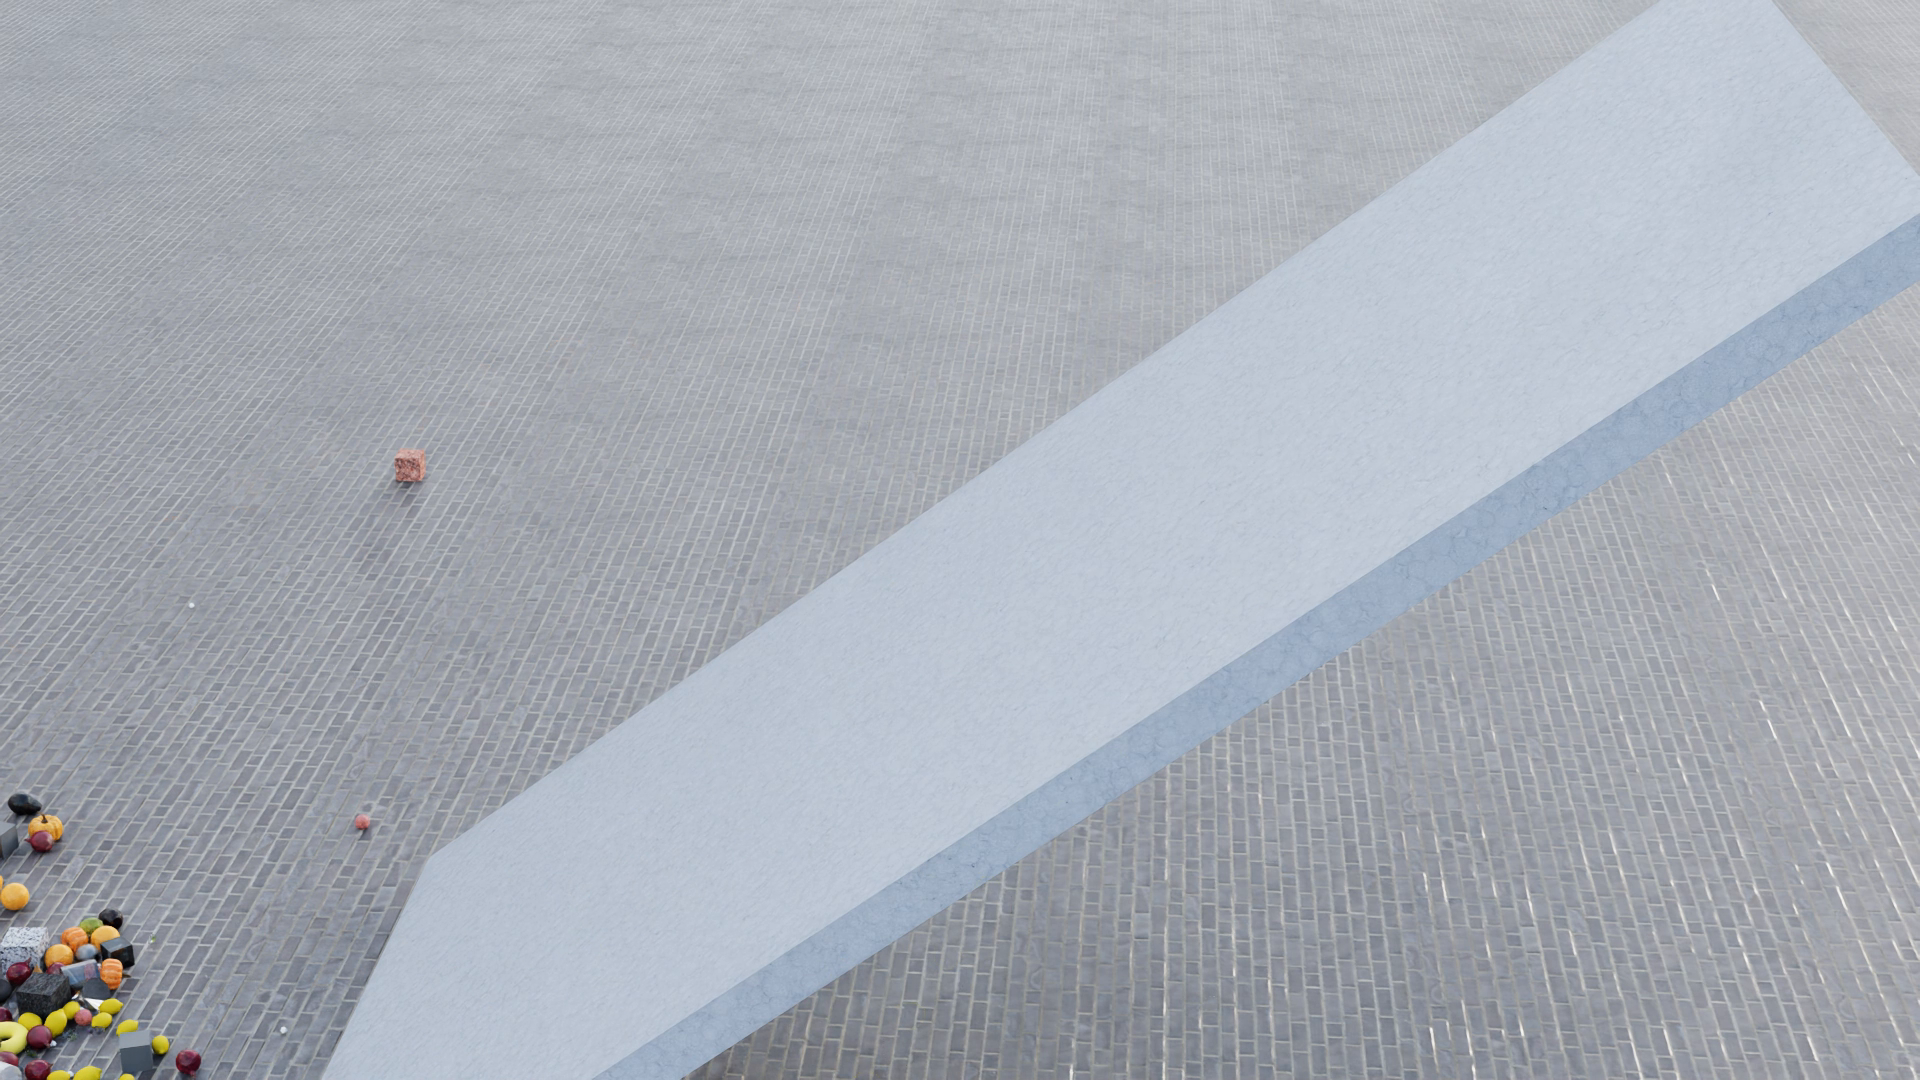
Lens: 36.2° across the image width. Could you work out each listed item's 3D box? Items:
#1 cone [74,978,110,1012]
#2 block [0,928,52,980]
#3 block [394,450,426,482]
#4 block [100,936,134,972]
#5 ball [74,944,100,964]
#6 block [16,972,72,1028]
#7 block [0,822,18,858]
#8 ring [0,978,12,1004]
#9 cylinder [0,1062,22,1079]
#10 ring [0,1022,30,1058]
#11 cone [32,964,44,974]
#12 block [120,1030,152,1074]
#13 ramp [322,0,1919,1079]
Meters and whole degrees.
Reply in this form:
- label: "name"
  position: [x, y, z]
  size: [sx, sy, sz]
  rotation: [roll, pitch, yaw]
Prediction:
- label: "cone"
  position: [-2.163, 1.133, 7.274]
  size: [0.087, 0.087, 0.087]
  rotation: [-19, 11, 33]
- label: "block"
  position: [-2.357, 1.042, 7.419]
  size: [0.094, 0.094, 0.094]
  rotation: [0, 23, -1]
- label: "block"
  position: [-1.970, -0.268, 10.536]
  size: [0.088, 0.088, 0.088]
  rotation: [1, 23, 2]
- label: "block"
  position: [-2.134, 1.049, 7.448]
  size: [0.059, 0.059, 0.059]
  rotation: [-19, 29, -37]
- label: "ball"
  position: [-2.205, 1.053, 7.432]
  size: [0.063, 0.063, 0.063]
  rotation: [0, 23, 0]
- label: "block"
  position: [-2.246, 1.129, 7.216]
  size: [0.092, 0.092, 0.092]
  rotation: [4, 23, 10]
- label: "block"
  position: [-2.612, 0.813, 7.994]
  size: [0.069, 0.069, 0.069]
  rotation: [8, 24, 18]
- label: "ring"
  position: [-2.406, 1.123, 7.305]
  size: [0.100, 0.033, 0.100]
  rotation: [0, 24, 0]
- label: "cylinder"
  position: [-2.266, 1.265, 6.894]
  size: [0.091, 0.091, 0.091]
  rotation: [11, 25, 25]
- label: "ring"
  position: [-2.308, 1.207, 7.096]
  size: [0.123, 0.041, 0.123]
  rotation: [0, 27, 0]
- label: "cone"
  position: [-2.306, 1.087, 7.353]
  size: [0.062, 0.062, 0.062]
  rotation: [0, 23, 0]
- label: "block"
  position: [-1.968, 1.222, 7.024]
  size: [0.070, 0.070, 0.070]
  rotation: [-6, 24, -14]
- label: "ramp"
  position: [0.127, 0.180, 6.326]
  size: [4.000, 0.100, 2.000]
  rotation: [-35, 16, 17]
